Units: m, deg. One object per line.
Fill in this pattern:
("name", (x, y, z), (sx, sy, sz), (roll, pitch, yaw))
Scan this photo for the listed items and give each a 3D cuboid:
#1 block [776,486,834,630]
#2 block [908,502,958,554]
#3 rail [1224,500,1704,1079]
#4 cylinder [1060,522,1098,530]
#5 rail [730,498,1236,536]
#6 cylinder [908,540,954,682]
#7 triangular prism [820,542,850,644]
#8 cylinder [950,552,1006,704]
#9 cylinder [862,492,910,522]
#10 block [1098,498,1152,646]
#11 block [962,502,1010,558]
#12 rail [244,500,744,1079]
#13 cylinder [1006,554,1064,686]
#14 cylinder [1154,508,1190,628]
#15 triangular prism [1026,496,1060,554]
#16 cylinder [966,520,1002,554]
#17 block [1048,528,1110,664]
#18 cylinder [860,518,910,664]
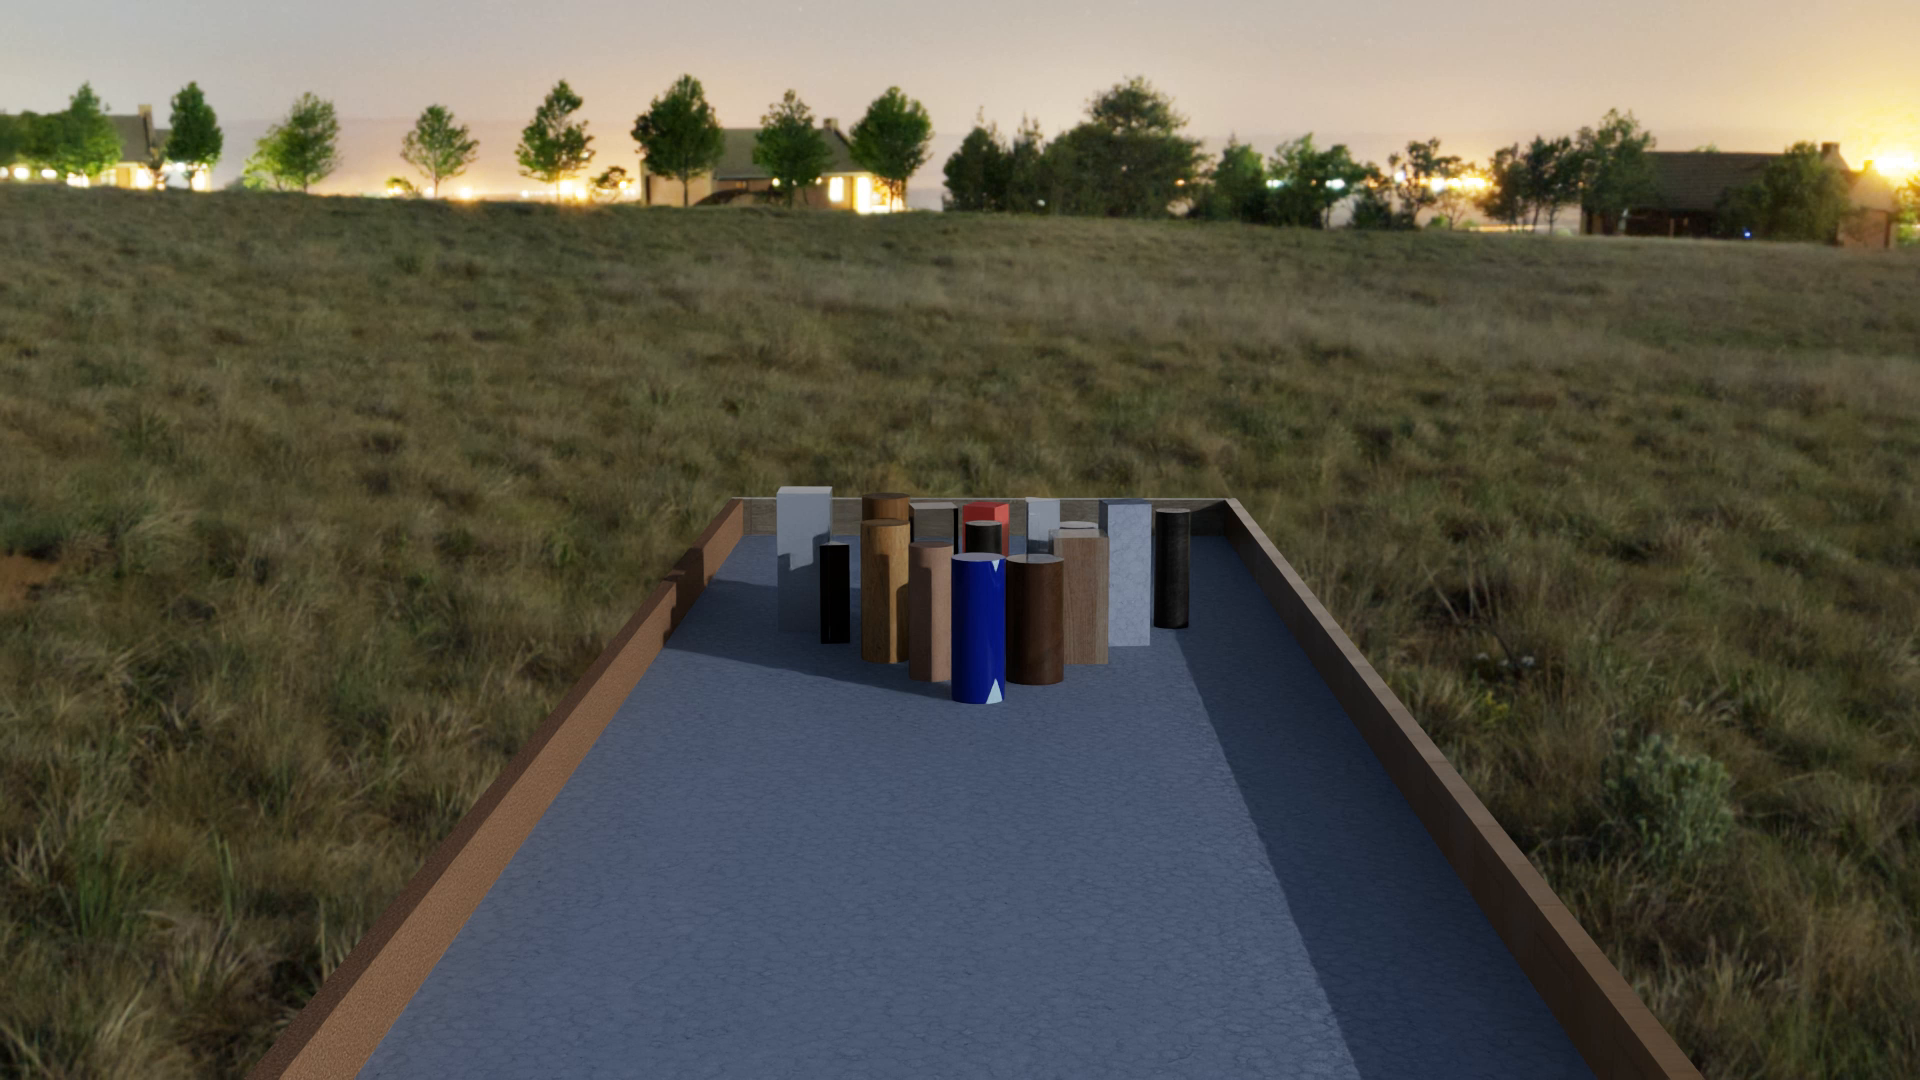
("block", (-0.505, 0.060, 7.194), (0.170, 0.451, 0.170), (0, 9, 0))
("block", (-0.084, 0.109, 6.917), (0.138, 0.439, 0.138), (-1, 9, -9))
("rail", (1.046, 0.843, 3.208), (0.050, 0.150, 12.000), (0, 9, 1))
("cylinder", (0.378, 0.117, 7.191), (0.145, 0.338, 0.145), (0, 9, 0))
("rail", (0.099, -0.098, 9.147), (2.100, 0.150, 0.050), (0, 9, 1))
("cylinder", (-0.085, 0.208, 6.439), (0.132, 0.394, 0.132), (0, 9, 0))
("triangular prism", (-0.400, 0.165, 6.964), (0.092, 0.315, 0.079), (-2, 9, -10))
("cylinder", (0.051, 0.246, 6.168), (0.152, 0.403, 0.152), (0, 9, 0))
("cylinder", (-0.242, 0.067, 7.214), (0.157, 0.429, 0.157), (0, 9, 0))
("block", (0.518, 0.101, 6.942), (0.138, 0.448, 0.138), (-1, 9, -8))
("block", (0.085, 0.082, 7.217), (0.114, 0.400, 0.114), (4, 10, 25))
("rail", (-1.004, 0.839, 3.234), (0.050, 0.150, 12.000), (0, 9, 1))
("cylinder", (0.218, 0.230, 6.412), (0.170, 0.358, 0.170), (0, 9, 0))
("cylinder", (0.694, 0.092, 7.204), (0.115, 0.383, 0.115), (0, 9, 0))
("triangular prism", (0.235, 0.097, 6.936), (0.120, 0.458, 0.104), (-5, 10, -30))
("cylinder", (0.071, 0.157, 6.667), (0.111, 0.422, 0.111), (0, 9, 0))
("block", (0.359, 0.171, 6.697), (0.168, 0.387, 0.168), (-1, 9, -3))
("cylinder", (-0.226, 0.154, 6.698), (0.152, 0.419, 0.152), (0, 9, 0))
